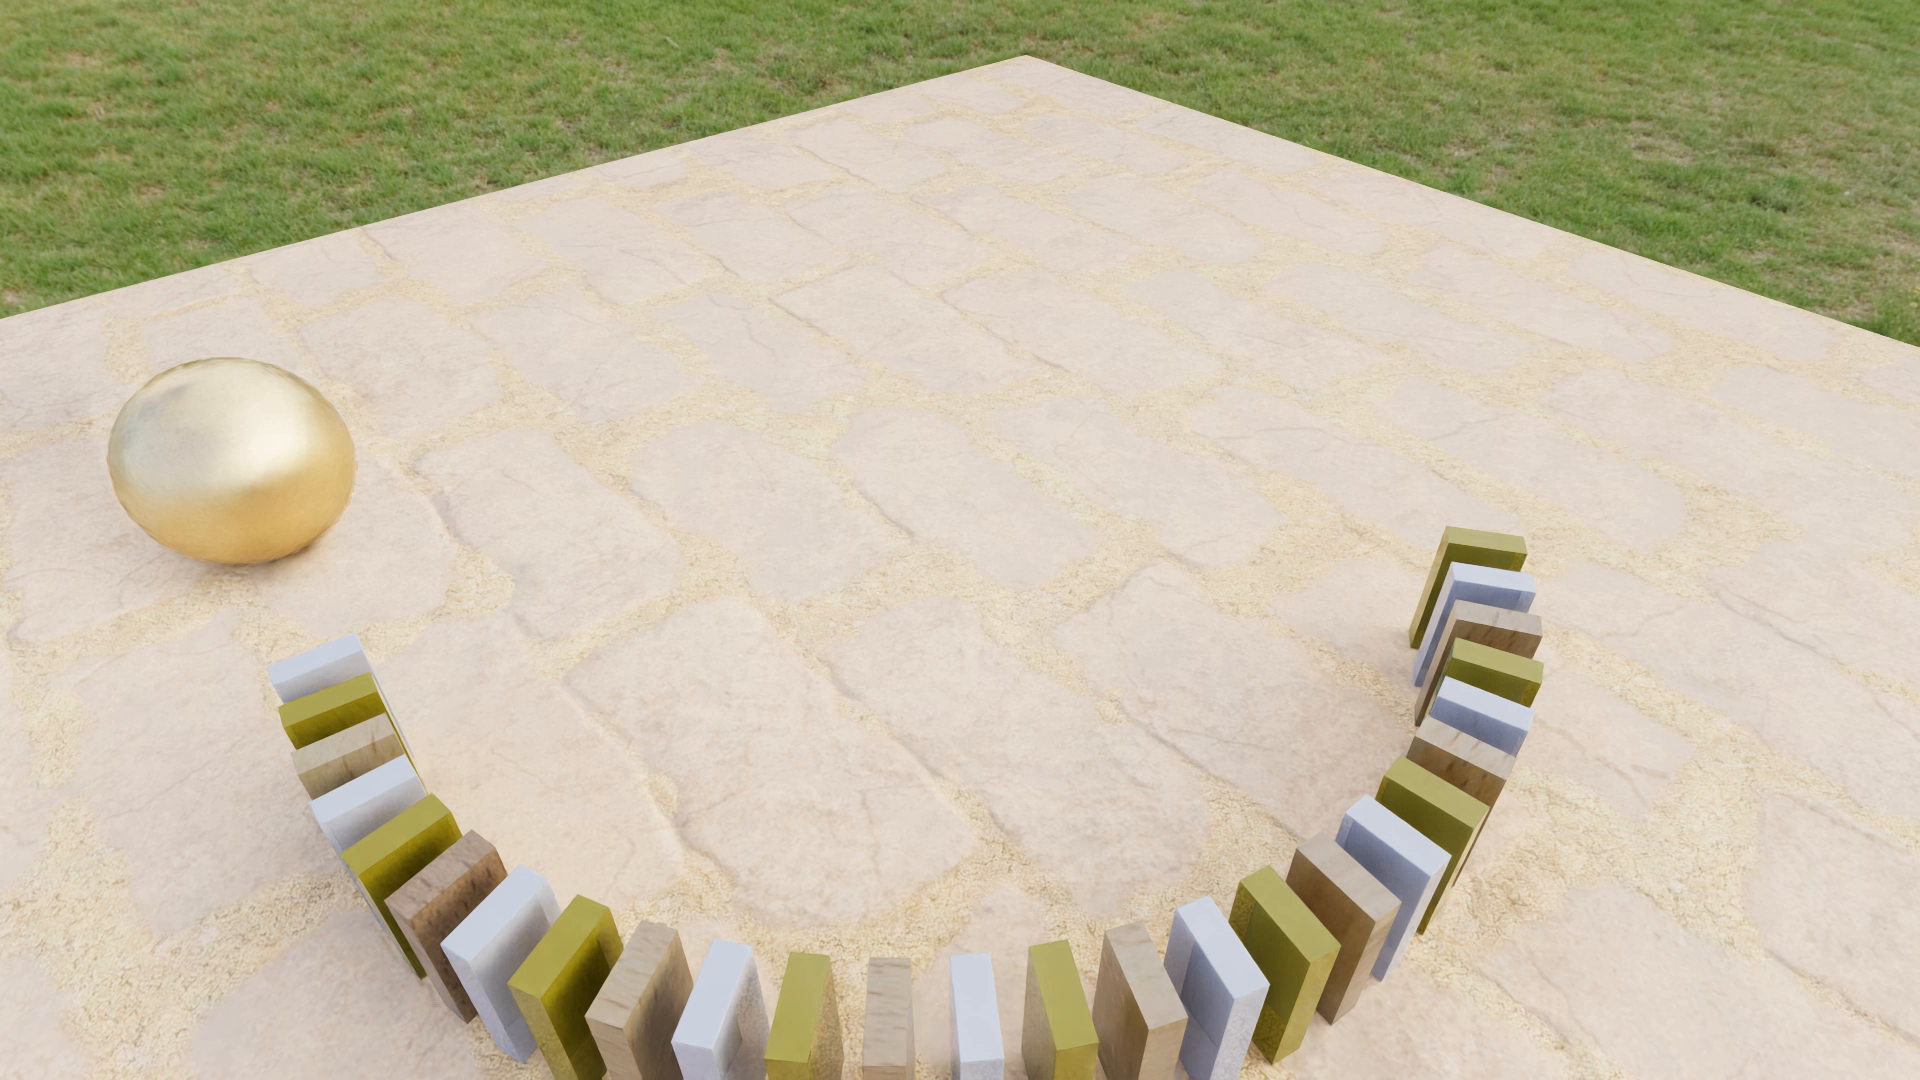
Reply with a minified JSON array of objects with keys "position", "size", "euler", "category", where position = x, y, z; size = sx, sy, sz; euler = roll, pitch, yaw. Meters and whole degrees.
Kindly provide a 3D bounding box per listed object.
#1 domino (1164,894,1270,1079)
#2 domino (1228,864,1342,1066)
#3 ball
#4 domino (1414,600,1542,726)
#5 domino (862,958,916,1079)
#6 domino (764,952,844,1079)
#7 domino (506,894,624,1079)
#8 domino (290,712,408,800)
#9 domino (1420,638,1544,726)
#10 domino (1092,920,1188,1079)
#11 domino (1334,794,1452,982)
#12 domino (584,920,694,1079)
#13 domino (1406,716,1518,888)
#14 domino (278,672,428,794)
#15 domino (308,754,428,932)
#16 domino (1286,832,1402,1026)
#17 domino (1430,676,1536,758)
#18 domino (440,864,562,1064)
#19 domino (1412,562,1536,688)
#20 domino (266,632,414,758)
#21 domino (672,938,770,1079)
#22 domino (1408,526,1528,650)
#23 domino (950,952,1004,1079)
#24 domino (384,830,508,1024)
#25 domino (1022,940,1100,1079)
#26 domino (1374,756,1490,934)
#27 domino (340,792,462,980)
[{"position":[0.061,0.114,0.272],"size":[0.009,0.050,0.025],"euler":[-15,42,-18],"category":"domino"},{"position":[0.079,0.108,0.279],"size":[0.010,0.050,0.025],"euler":[-19,43,-22],"category":"domino"},{"position":[-0.279,-0.030,0.425],"size":[0.080,0.080,0.080],"euler":[0,39,0],"category":"ball"},{"position":[0.168,0.043,0.358],"size":[0.025,0.050,0.009],"euler":[12,41,14],"category":"domino"},{"position":[-0.016,0.124,0.260],"size":[0.009,0.050,0.025],"euler":[0,39,0],"category":"domino"},{"position":[-0.036,0.123,0.261],"size":[0.010,0.050,0.025],"euler":[4,39,5],"category":"domino"},{"position":[-0.094,0.114,0.273],"size":[0.009,0.050,0.025],"euler":[15,42,18],"category":"domino"},{"position":[-0.170,0.075,0.319],"size":[0.025,0.050,0.010],"euler":[-25,45,-27],"category":"domino"},{"position":[0.161,0.055,0.344],"size":[0.025,0.050,0.010],"euler":[17,42,20],"category":"domino"},{"position":[0.042,0.118,0.267],"size":[0.010,0.050,0.025],"euler":[-11,41,-13],"category":"domino"},{"position":[0.112,0.094,0.296],"size":[0.010,0.050,0.025],"euler":[-28,47,-30],"category":"domino"},{"position":[-0.075,0.118,0.267],"size":[0.009,0.050,0.025],"euler":[11,41,13],"category":"domino"},{"position":[0.139,0.076,0.318],"size":[0.025,0.050,0.009],"euler":[27,46,29],"category":"domino"},{"position":[-0.182,0.065,0.332],"size":[0.025,0.050,0.009],"euler":[-23,45,-26],"category":"domino"},{"position":[-0.158,0.085,0.307],"size":[0.025,0.050,0.010],"euler":[-29,47,-31],"category":"domino"},{"position":[0.096,0.102,0.287],"size":[0.009,0.050,0.025],"euler":[-23,45,-26],"category":"domino"},{"position":[0.151,0.066,0.331],"size":[0.025,0.050,0.010],"euler":[22,44,25],"category":"domino"},{"position":[-0.111,0.108,0.279],"size":[0.009,0.050,0.025],"euler":[19,43,22],"category":"domino"},{"position":[0.173,0.031,0.373],"size":[0.025,0.050,0.010],"euler":[9,40,11],"category":"domino"},{"position":[-0.193,0.055,0.345],"size":[0.025,0.050,0.010],"euler":[-25,46,-28],"category":"domino"},{"position":[-0.056,0.121,0.264],"size":[0.010,0.050,0.025],"euler":[7,40,9],"category":"domino"},{"position":[0.178,0.019,0.388],"size":[0.025,0.050,0.009],"euler":[9,40,11],"category":"domino"},{"position":[0.004,0.123,0.261],"size":[0.010,0.050,0.025],"euler":[-4,39,-4],"category":"domino"},{"position":[-0.128,0.102,0.287],"size":[0.010,0.050,0.025],"euler":[23,45,26],"category":"domino"},{"position":[0.023,0.121,0.263],"size":[0.010,0.050,0.025],"euler":[-7,40,-9],"category":"domino"},{"position":[0.126,0.086,0.307],"size":[0.025,0.050,0.010],"euler":[31,49,32],"category":"domino"},{"position":[-0.144,0.094,0.297],"size":[0.009,0.050,0.025],"euler":[28,47,30],"category":"domino"}]
